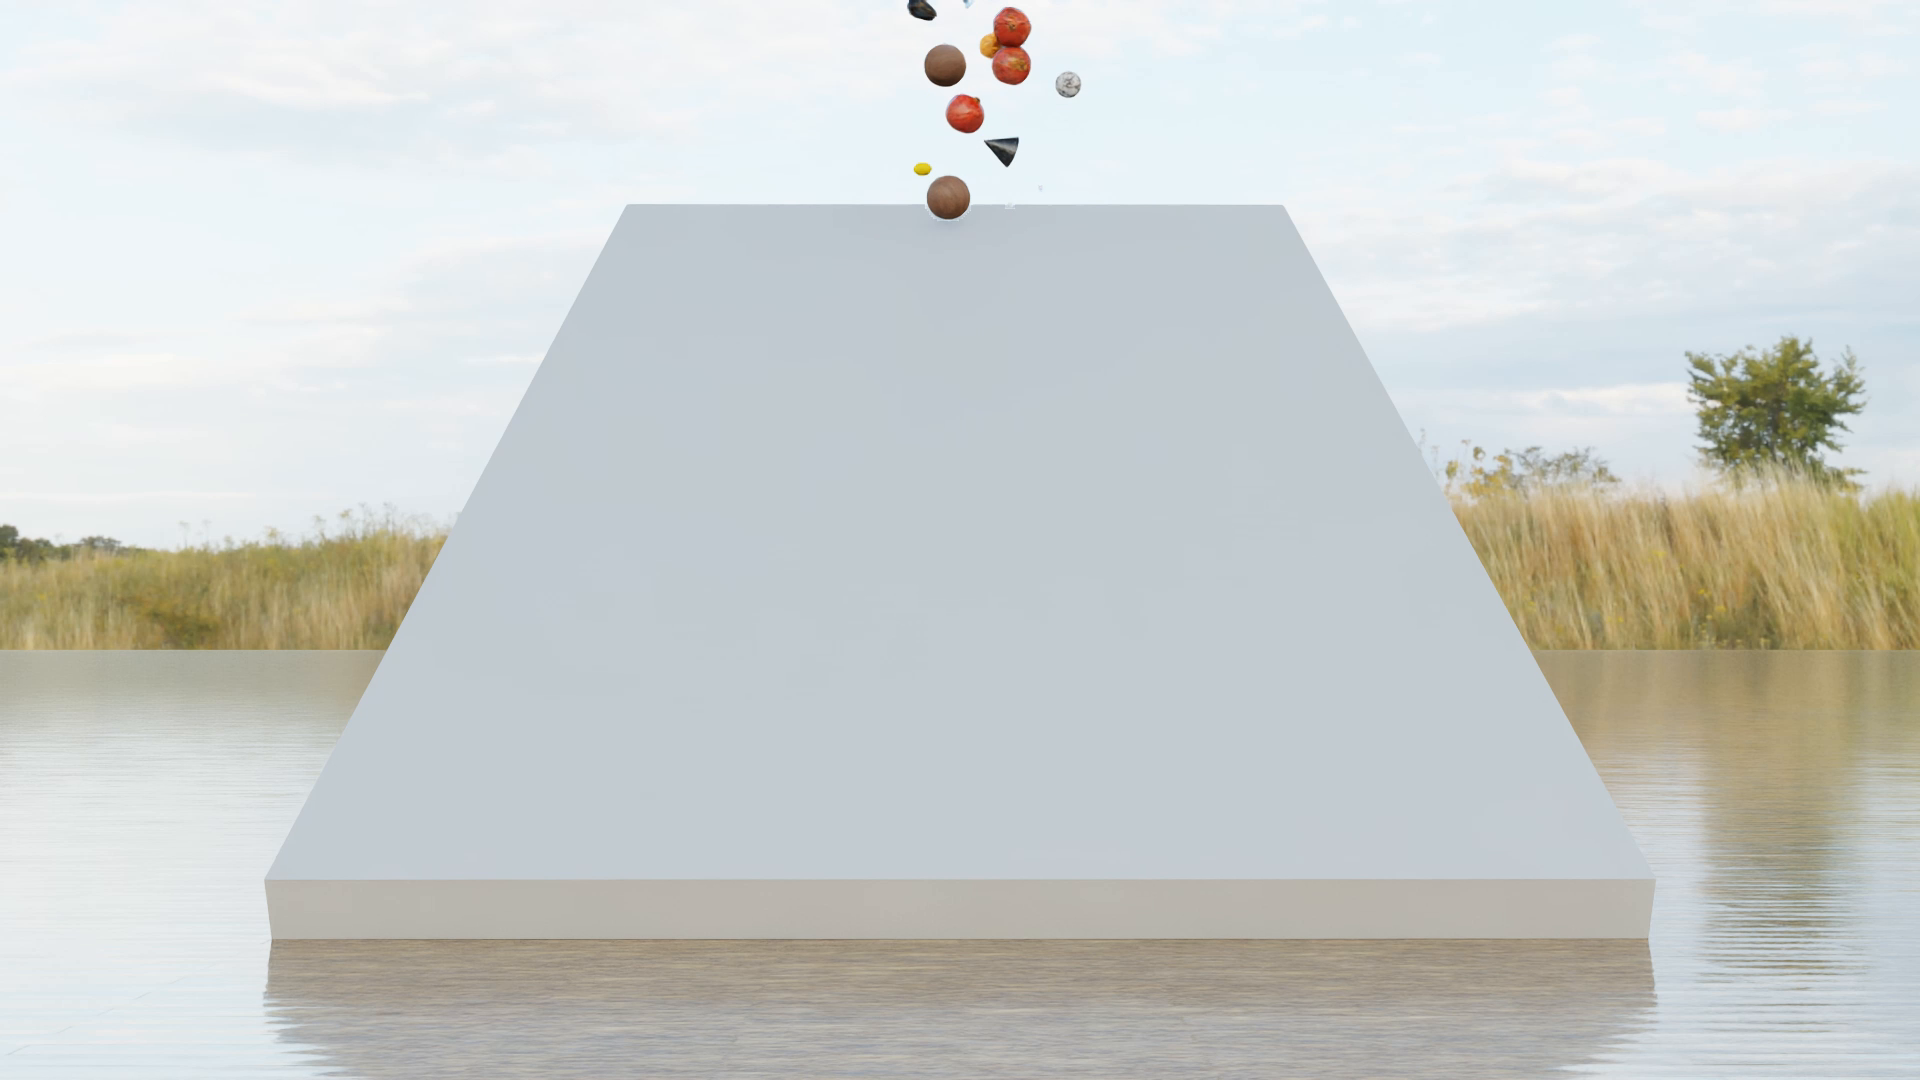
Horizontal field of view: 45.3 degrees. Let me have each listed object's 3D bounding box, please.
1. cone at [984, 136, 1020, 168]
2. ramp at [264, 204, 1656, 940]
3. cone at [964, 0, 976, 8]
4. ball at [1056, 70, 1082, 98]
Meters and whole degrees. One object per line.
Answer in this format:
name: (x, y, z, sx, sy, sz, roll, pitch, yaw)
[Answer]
cone: (0.104, -1.101, 6.426, 0.092, 0.092, 0.092, 19, -8, -16)
ramp: (-0.007, -0.222, 5.174, 2.000, 0.100, 4.000, 0, 22, 0)
cone: (0.019, -1.562, 6.596, 0.055, 0.055, 0.055, -38, 15, 12)
ball: (0.309, -1.301, 6.564, 0.076, 0.076, 0.076, 0, -3, 0)
